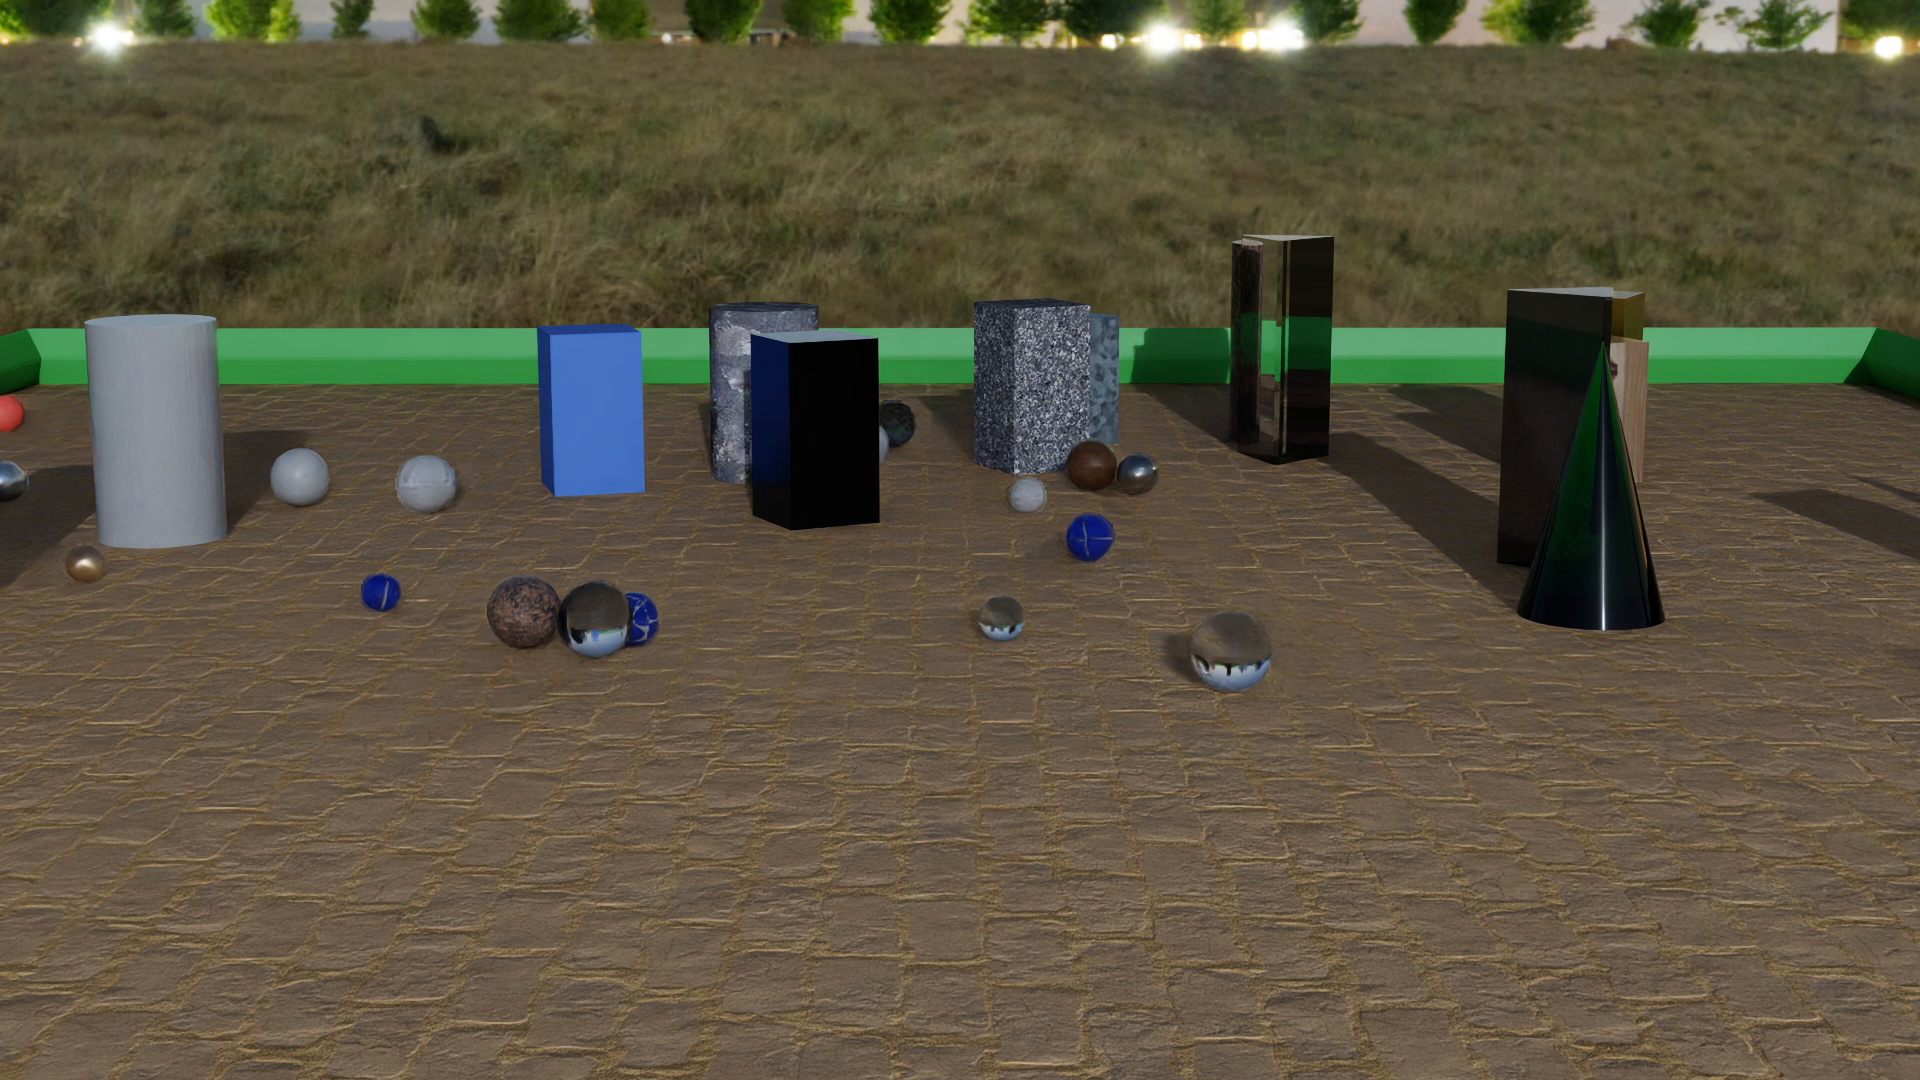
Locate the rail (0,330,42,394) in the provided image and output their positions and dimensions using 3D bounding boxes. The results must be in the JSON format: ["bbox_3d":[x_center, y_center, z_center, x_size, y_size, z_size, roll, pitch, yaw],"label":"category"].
[{"bbox_3d":[-2.104,0.035,3.437,0.045,0.126,5.006,0,11,0],"label":"rail"}]

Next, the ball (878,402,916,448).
[{"bbox_3d":[-0.129,-0.222,4.926,0.089,0.089,0.089,0,11,0],"label":"ball"}]

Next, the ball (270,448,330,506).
[{"bbox_3d":[-1.097,-0.104,4.266,0.097,0.097,0.097,0,11,0],"label":"ball"}]

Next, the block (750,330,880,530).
[{"bbox_3d":[-0.234,-0.180,4.130,0.155,0.297,0.155,-5,12,-27],"label":"block"}]

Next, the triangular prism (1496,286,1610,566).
[{"bbox_3d":[0.905,-0.164,3.756,0.168,0.403,0.145,10,15,44],"label":"triangular prism"}]

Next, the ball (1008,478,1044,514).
[{"bbox_3d":[0.109,-0.073,4.207,0.058,0.058,0.058,0,11,0],"label":"ball"}]

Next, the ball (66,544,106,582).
[{"bbox_3d":[-1.241,0.033,3.643,0.055,0.055,0.055,0,11,0],"label":"ball"}]

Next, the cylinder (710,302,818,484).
[{"bbox_3d":[-0.347,-0.264,4.565,0.194,0.303,0.194,0,11,0],"label":"cylinder"}]

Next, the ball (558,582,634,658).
[{"bbox_3d":[-0.451,0.099,3.177,0.094,0.094,0.094,0,11,0],"label":"ball"}]

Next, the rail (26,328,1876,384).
[{"bbox_3d":[-0.014,-0.420,5.887,4.256,0.126,0.045,0,11,0],"label":"rail"}]

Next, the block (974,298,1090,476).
[{"bbox_3d":[0.130,-0.282,4.675,0.155,0.298,0.155,-5,12,-27],"label":"block"}]

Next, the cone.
[{"bbox_3d":[0.844,-0.081,3.402,0.194,0.368,0.194,0,11,0],"label":"cone"}]

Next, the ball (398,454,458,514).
[{"bbox_3d":[-0.874,-0.092,4.208,0.096,0.096,0.096,0,11,0],"label":"ball"}]

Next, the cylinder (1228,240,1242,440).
[{"bbox_3d":[0.627,-0.391,5.027,0.194,0.384,0.194,0,11,0],"label":"cylinder"}]

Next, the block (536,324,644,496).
[{"bbox_3d":[-0.640,-0.227,4.443,0.155,0.276,0.155,-3,11,-17],"label":"block"}]

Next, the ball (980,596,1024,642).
[{"bbox_3d":[0.054,0.101,3.272,0.058,0.058,0.058,0,11,0],"label":"ball"}]

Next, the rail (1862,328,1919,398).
[{"bbox_3d":[2.104,0.030,3.461,0.045,0.126,5.006,0,11,0],"label":"rail"}]

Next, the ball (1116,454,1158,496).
[{"bbox_3d":[0.303,-0.112,4.384,0.071,0.071,0.071,0,11,0],"label":"ball"}]

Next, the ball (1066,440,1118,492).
[{"bbox_3d":[0.226,-0.129,4.423,0.089,0.089,0.089,0,11,0],"label":"ball"}]

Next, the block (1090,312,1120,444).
[{"bbox_3d":[0.199,-0.314,4.988,0.155,0.246,0.155,-8,13,-36],"label":"block"}]

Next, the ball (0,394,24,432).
[{"bbox_3d":[-1.913,-0.254,5.138,0.074,0.074,0.074,0,11,0],"label":"ball"}]

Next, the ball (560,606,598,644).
[{"bbox_3d":[-0.484,0.108,3.257,0.050,0.050,0.050,0,11,0],"label":"ball"}]

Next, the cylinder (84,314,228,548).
[{"bbox_3d":[-1.242,-0.171,3.970,0.194,0.338,0.194,0,11,0],"label":"cylinder"}]

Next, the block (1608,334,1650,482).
[{"bbox_3d":[1.104,-0.233,4.545,0.155,0.249,0.155,-3,11,-18],"label":"block"}]

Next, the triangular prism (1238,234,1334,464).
[{"bbox_3d":[0.583,-0.360,4.789,0.145,0.411,0.168,9,14,41],"label":"triangular prism"}]

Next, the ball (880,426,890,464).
[{"bbox_3d":[-0.176,-0.171,4.631,0.096,0.096,0.096,0,11,0],"label":"ball"}]

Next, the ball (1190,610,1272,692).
[{"bbox_3d":[0.319,0.131,3.008,0.096,0.096,0.096,0,11,0],"label":"ball"}]

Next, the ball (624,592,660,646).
[{"bbox_3d":[-0.415,0.100,3.249,0.069,0.069,0.069,0,11,0],"label":"ball"}]

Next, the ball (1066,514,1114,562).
[{"bbox_3d":[0.191,-0.003,3.800,0.070,0.070,0.070,0,11,0],"label":"ball"}]

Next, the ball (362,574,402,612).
[{"bbox_3d":[-0.778,0.071,3.451,0.052,0.052,0.052,0,11,0],"label":"ball"}]

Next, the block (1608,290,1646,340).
[{"bbox_3d":[1.187,-0.313,4.832,0.155,0.302,0.155,6,12,27],"label":"block"}]

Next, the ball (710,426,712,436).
[{"bbox_3d":[-0.456,-0.211,4.961,0.055,0.055,0.055,0,11,0],"label":"ball"}]

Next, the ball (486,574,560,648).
[{"bbox_3d":[-0.550,0.090,3.237,0.093,0.093,0.093,0,11,0],"label":"ball"}]

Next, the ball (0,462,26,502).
[{"bbox_3d":[-1.608,-0.099,4.320,0.068,0.068,0.068,0,11,0],"label":"ball"}]
